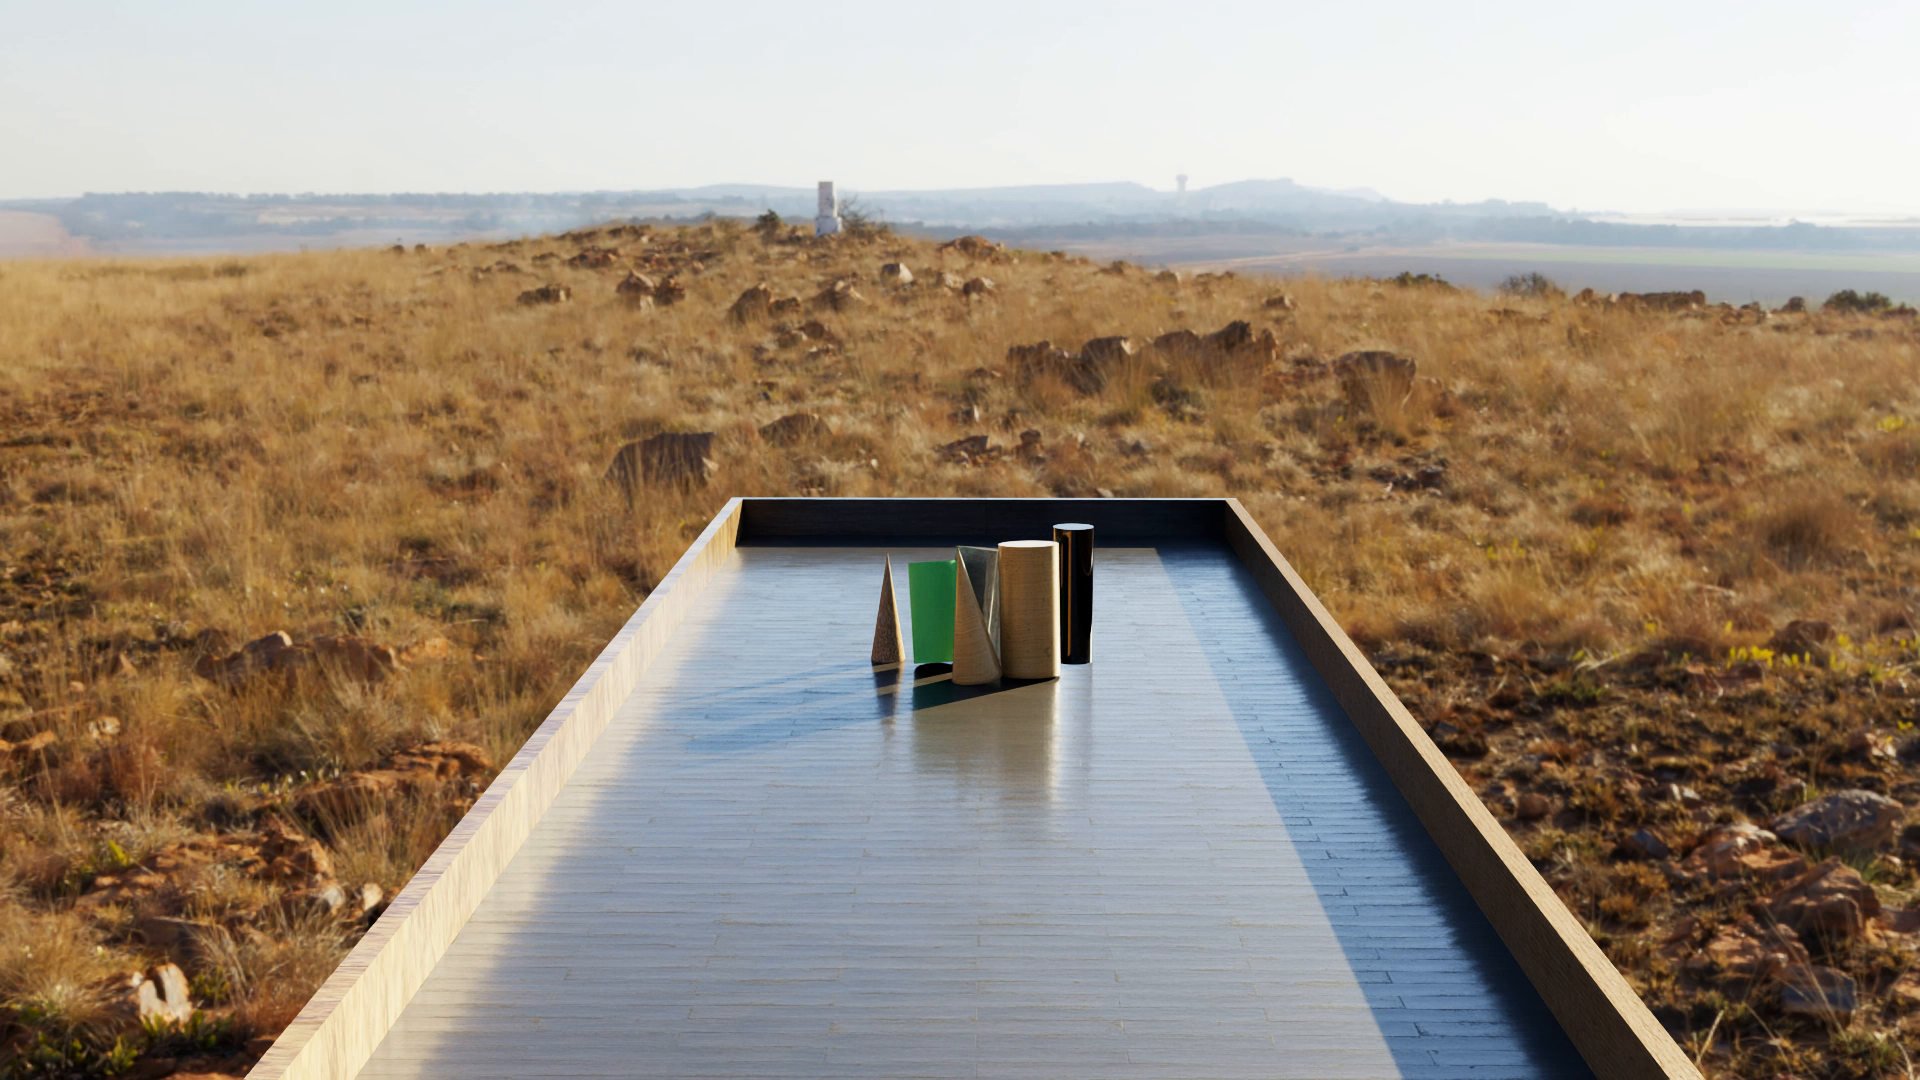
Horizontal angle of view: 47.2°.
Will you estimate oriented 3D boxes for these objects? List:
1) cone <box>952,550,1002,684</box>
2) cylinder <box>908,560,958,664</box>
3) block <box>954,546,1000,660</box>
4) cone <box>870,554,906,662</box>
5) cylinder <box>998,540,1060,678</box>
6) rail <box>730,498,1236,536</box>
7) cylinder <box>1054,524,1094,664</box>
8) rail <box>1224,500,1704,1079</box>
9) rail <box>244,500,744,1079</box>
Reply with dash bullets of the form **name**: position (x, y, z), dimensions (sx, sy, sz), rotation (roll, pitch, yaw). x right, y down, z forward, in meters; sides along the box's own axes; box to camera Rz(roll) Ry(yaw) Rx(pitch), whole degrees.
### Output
- **cone**: position (0.023, 0.209, 6.370), dimensions (0.151, 0.393, 0.151), rotation (-8, 14, 2)
- **cylinder**: position (-0.072, 0.217, 6.601), dimensions (0.151, 0.300, 0.151), rotation (-3, -3, 0)
- **block**: position (0.064, 0.192, 6.689), dimensions (0.134, 0.331, 0.134), rotation (8, 3, 42)
- **cone**: position (-0.220, 0.199, 6.691), dimensions (0.105, 0.332, 0.105), rotation (0, 9, 0)
- **cylinder**: position (0.205, 0.203, 6.464), dimensions (0.177, 0.386, 0.177), rotation (-1, 6, 0)
- **rail**: position (0.099, -0.098, 9.147), dimensions (2.100, 0.150, 0.050), rotation (0, 9, 1)
- **cylinder**: position (0.342, 0.163, 6.662), dimensions (0.122, 0.412, 0.122), rotation (0, 9, 0)
- **rail**: position (1.046, 0.843, 3.208), dimensions (0.050, 0.150, 12.000), rotation (0, 9, 1)
- **rail**: position (-1.004, 0.839, 3.234), dimensions (0.050, 0.150, 12.000), rotation (0, 9, 1)
